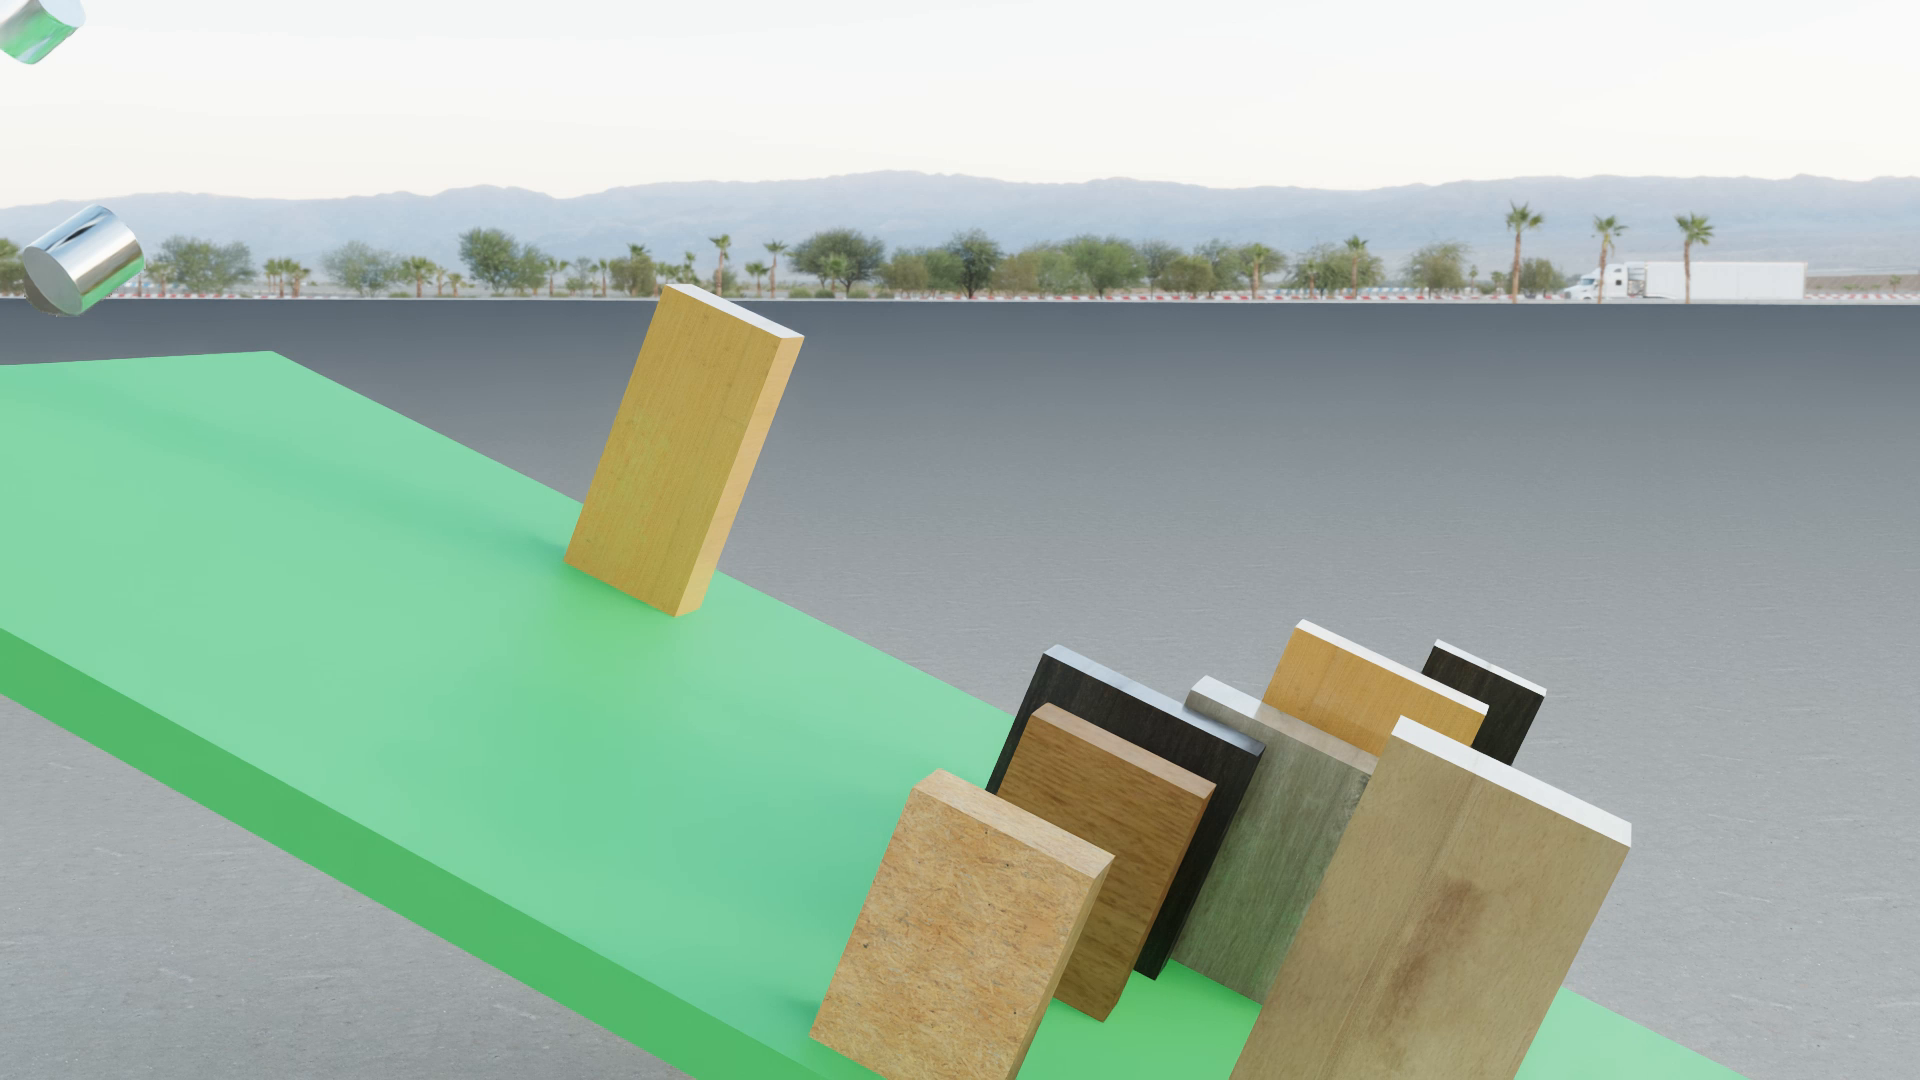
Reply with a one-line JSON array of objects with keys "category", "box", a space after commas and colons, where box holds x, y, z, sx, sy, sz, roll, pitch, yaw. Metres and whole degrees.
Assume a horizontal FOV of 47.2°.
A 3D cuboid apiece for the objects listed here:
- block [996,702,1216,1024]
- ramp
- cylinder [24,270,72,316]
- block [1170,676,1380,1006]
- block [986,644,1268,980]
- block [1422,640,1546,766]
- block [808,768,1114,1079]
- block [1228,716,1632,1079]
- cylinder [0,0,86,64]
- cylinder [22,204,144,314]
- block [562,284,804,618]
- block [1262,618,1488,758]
[{"category": "block", "box": [0.195, 0.542, 3.717, 0.318, 0.428, 0.108, 25, 13, 13]}, {"category": "ramp", "box": [-0.295, 0.517, 4.188, 4.000, 0.100, 2.000, 25, 13, 13]}, {"category": "cylinder", "box": [-1.946, -0.551, 4.757, 0.125, 0.125, 0.125, -2, 3, -13]}, {"category": "block", "box": [0.543, 0.570, 4.072, 0.434, 0.480, 0.146, 25, 13, 13]}, {"category": "block", "box": [0.264, 0.490, 3.980, 0.421, 0.457, 0.101, 25, 13, 13]}, {"category": "block", "box": [0.984, 0.541, 4.620, 0.243, 0.615, 0.081, 25, 13, 13]}, {"category": "block", "box": [0.001, 0.594, 3.211, 0.290, 0.418, 0.128, 25, 13, 13]}, {"category": "block", "box": [0.657, 0.677, 3.248, 0.361, 0.739, 0.140, 25, 13, 13]}, {"category": "cylinder", "box": [-1.784, -1.008, 4.242, 0.129, 0.129, 0.129, -31, -4, 19]}, {"category": "cylinder", "box": [-1.751, -0.561, 4.396, 0.160, 0.160, 0.160, 6, 41, 39]}, {"category": "block", "box": [-0.610, -0.198, 4.839, 0.292, 0.664, 0.136, 25, 13, 13]}, {"category": "block", "box": [0.703, 0.518, 4.233, 0.385, 0.620, 0.096, 25, 13, 13]}]
